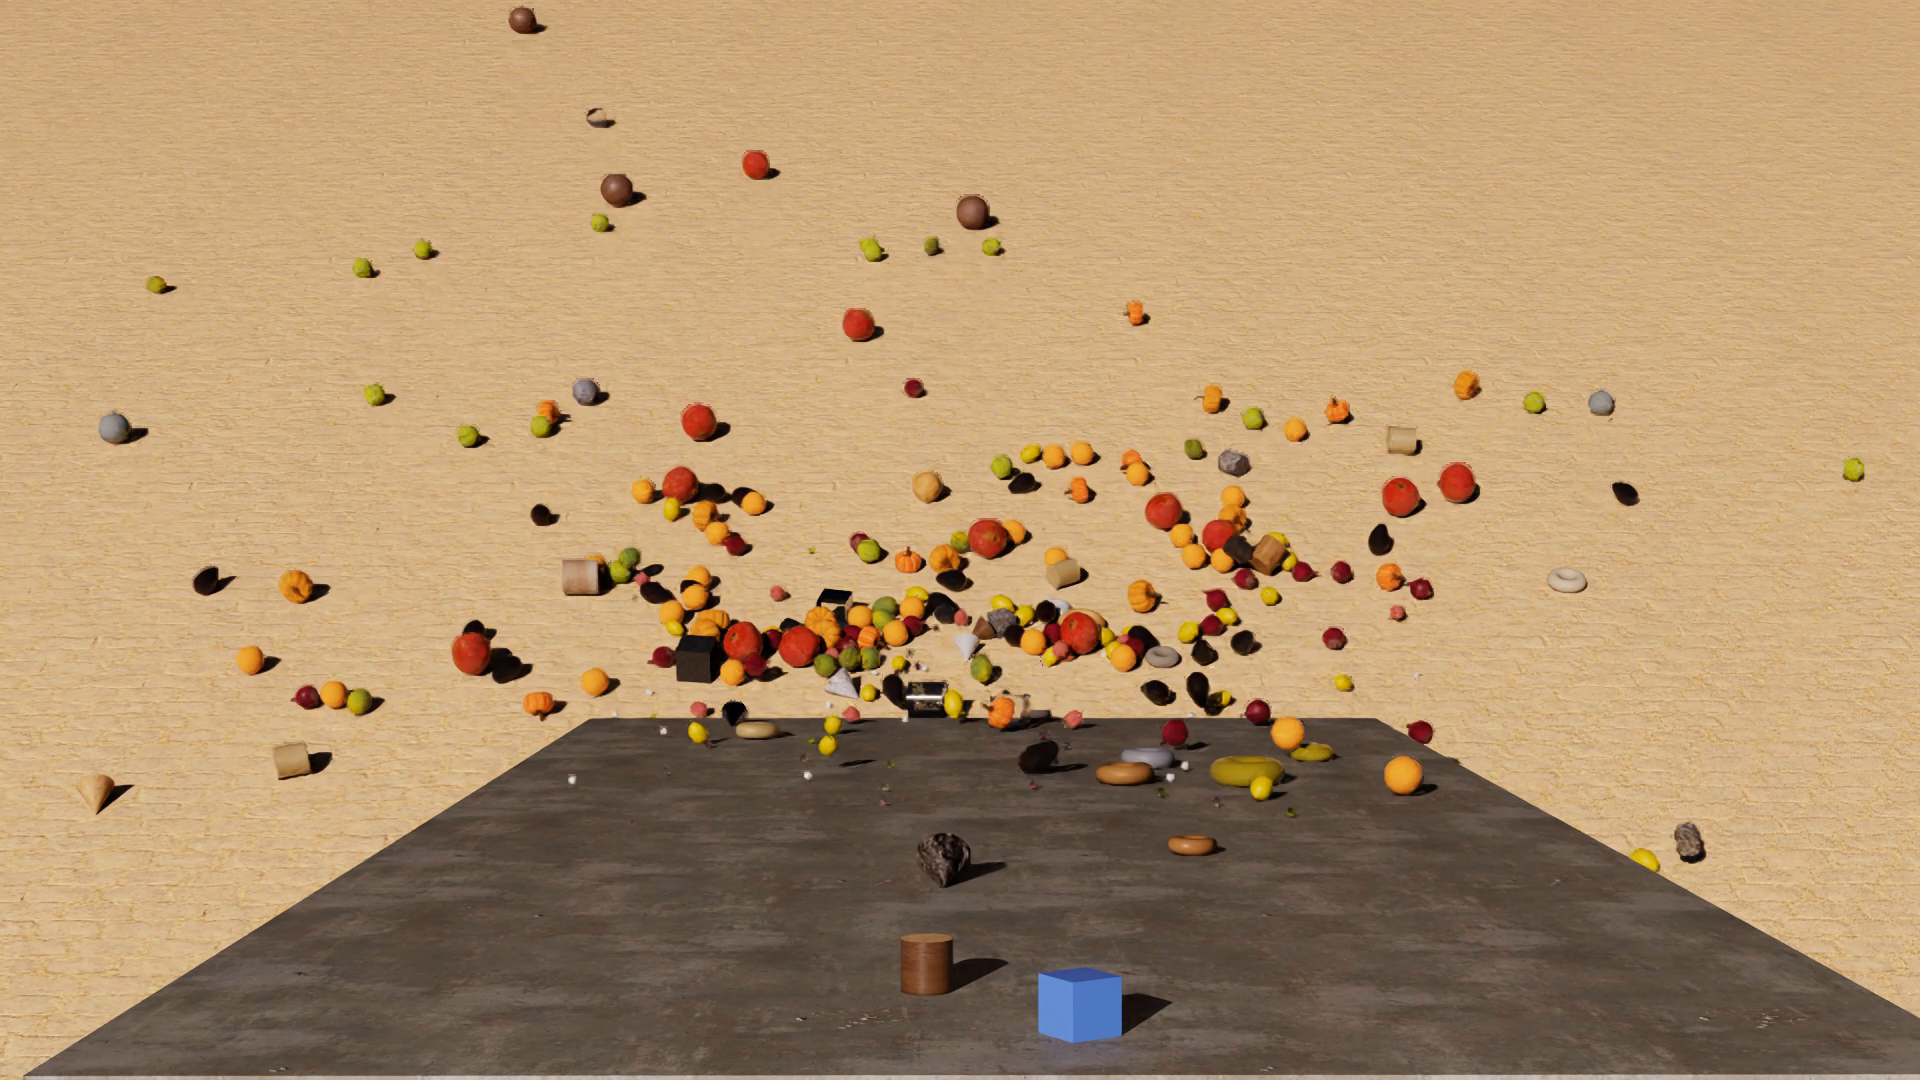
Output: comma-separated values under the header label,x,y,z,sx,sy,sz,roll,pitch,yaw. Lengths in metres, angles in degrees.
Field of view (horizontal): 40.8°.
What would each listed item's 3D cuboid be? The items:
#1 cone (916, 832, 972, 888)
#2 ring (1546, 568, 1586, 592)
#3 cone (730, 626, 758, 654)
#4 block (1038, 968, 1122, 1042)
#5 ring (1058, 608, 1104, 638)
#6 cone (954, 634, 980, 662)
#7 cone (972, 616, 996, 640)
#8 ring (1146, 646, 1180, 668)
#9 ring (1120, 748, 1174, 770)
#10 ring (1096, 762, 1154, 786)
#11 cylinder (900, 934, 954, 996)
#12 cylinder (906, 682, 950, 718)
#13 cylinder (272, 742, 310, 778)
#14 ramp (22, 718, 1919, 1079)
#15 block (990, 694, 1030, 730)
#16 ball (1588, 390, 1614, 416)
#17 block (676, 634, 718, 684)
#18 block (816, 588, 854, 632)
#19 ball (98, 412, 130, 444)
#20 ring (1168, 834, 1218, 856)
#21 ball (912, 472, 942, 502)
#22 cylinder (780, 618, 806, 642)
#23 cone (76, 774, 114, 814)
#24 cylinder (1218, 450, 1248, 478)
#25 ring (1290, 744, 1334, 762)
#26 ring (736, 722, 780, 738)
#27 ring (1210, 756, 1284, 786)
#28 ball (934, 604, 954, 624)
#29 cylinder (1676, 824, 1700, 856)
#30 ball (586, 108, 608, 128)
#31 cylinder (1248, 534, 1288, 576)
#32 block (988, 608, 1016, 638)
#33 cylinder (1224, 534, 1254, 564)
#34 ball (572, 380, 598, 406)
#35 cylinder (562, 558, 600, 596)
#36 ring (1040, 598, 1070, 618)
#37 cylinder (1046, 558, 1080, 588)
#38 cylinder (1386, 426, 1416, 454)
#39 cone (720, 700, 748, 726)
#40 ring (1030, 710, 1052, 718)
label,x,y,z,sx,sy,sz,roll,pitch,yaw
cone,-0.025,0.491,3.817,0.083,0.083,0.083,0,28,0
ring,1.743,0.115,7.415,0.112,0.037,0.112,0,28,0
cone,-0.584,0.286,7.077,0.075,0.075,0.075,-8,54,-15
block,0.129,0.499,2.774,0.064,0.064,0.064,-1,1,-33
ring,0.337,0.232,7.173,0.132,0.044,0.132,0,27,0
cone,0.018,0.306,7.040,0.072,0.072,0.072,0,53,-1
cone,0.049,0.260,7.131,0.072,0.072,0.072,-37,37,-11
ring,0.550,0.318,7.018,0.093,0.031,0.093,-1,26,1
ring,0.394,0.458,5.422,0.114,0.038,0.114,1,1,0
ring,0.328,0.464,5.131,0.117,0.039,0.117,-1,0,0
cylinder,-0.038,0.496,3.015,0.062,0.062,0.062,0,1,0
cylinder,-0.082,0.412,6.658,0.094,0.094,0.094,-1,26,10
cylinder,-1.682,0.554,6.492,0.080,0.080,0.080,-10,28,-19
ramp,0.060,0.544,4.581,2.000,0.100,4.000,0,1,0
block,0.124,0.420,6.317,0.078,0.078,0.078,0,1,17
ball,2.109,-0.450,8.493,0.082,0.082,0.082,0,27,0
block,-0.708,0.320,6.944,0.093,0.093,0.093,3,27,7
block,-0.349,0.194,7.205,0.083,0.083,0.083,6,27,12
ball,-2.717,-0.359,8.291,0.099,0.099,0.099,0,27,0
ring,0.373,0.490,4.145,0.080,0.027,0.080,1,0,0
ball,-0.100,-0.163,7.909,0.091,0.091,0.091,0,27,0
cylinder,-0.462,0.248,7.133,0.053,0.053,0.053,22,34,37
cone,-2.131,0.641,6.362,0.091,0.091,0.091,-6,54,-12
cylinder,0.856,-0.240,8.088,0.069,0.069,0.069,22,34,37
ring,0.758,0.458,5.563,0.093,0.031,0.093,-2,5,0
ring,-0.475,0.447,6.063,0.105,0.035,0.105,1,0,0
ring,0.568,0.459,5.117,0.148,0.049,0.148,-1,2,0
ball,-0.043,0.206,7.213,0.056,0.056,0.056,0,27,0
cylinder,1.714,0.706,6.079,0.057,0.057,0.057,8,17,15
ball,-1.585,-1.843,11.263,0.088,0.088,0.088,0,27,0
cylinder,0.890,0.043,7.471,0.084,0.084,0.084,26,69,41
block,0.115,0.231,7.161,0.058,0.058,0.058,-15,30,-28
cylinder,0.805,0.027,7.452,0.063,0.063,0.063,36,18,-21
ball,-1.243,-0.490,8.566,0.087,0.087,0.087,0,27,0
cylinder,-1.081,0.106,7.364,0.099,0.099,0.099,-3,27,-4
ring,0.267,0.193,7.267,0.086,0.029,0.086,-2,30,1
cylinder,0.296,0.095,7.416,0.072,0.072,0.072,-16,31,-29
cylinder,1.405,-0.318,8.222,0.084,0.084,0.084,2,27,0
cone,-0.560,0.443,6.378,0.066,0.066,0.066,0,32,0
ring,0.200,0.453,6.701,0.075,0.025,0.075,-1,-5,0
